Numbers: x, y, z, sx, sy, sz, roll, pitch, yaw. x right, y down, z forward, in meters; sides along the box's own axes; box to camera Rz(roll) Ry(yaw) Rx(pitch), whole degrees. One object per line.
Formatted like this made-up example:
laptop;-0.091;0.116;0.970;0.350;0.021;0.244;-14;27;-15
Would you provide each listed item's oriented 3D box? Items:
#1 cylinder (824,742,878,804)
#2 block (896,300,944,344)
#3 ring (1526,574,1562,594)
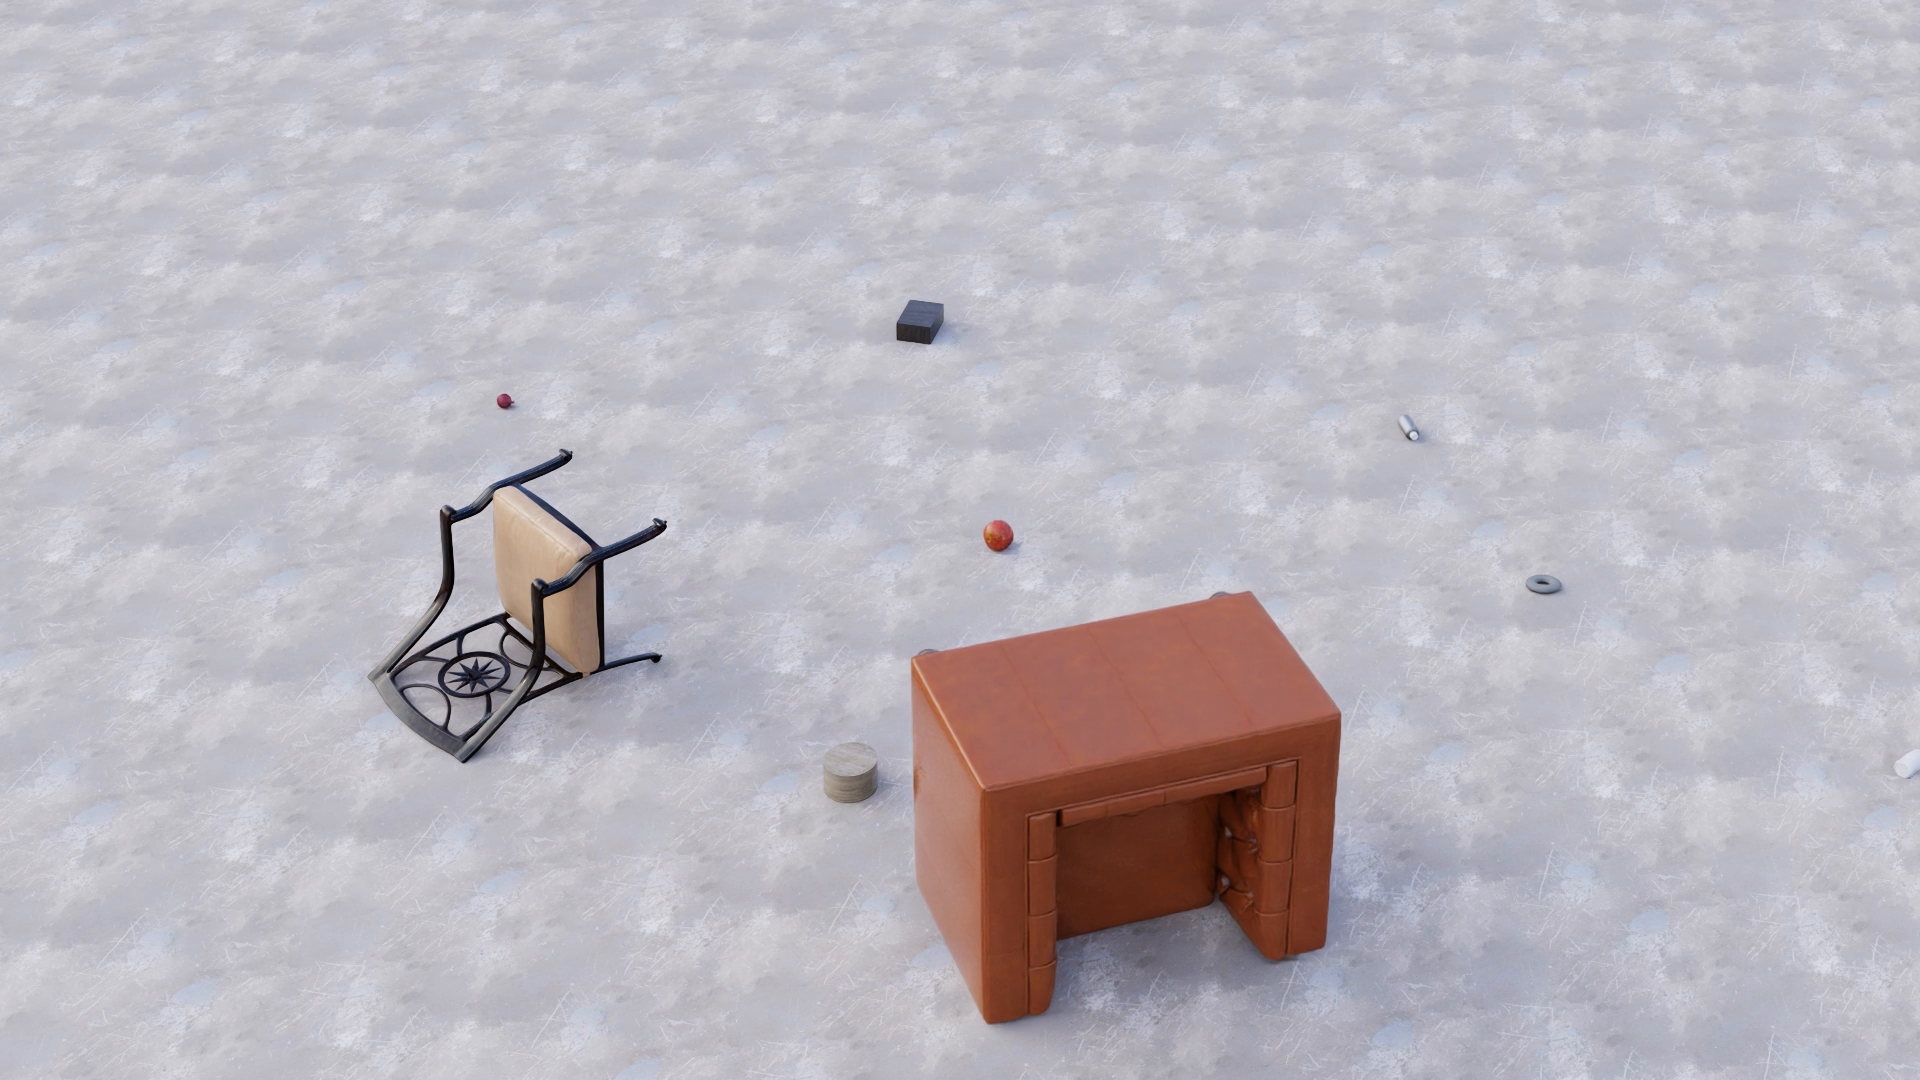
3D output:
cylinder;-0.361;0.768;9.678;0.174;0.112;0.188;20;38;28
block;-0.166;-0.911;12.253;0.147;0.082;0.209;8;34;12
ring;2.124;0.160;10.676;0.130;0.029;0.102;1;34;3
